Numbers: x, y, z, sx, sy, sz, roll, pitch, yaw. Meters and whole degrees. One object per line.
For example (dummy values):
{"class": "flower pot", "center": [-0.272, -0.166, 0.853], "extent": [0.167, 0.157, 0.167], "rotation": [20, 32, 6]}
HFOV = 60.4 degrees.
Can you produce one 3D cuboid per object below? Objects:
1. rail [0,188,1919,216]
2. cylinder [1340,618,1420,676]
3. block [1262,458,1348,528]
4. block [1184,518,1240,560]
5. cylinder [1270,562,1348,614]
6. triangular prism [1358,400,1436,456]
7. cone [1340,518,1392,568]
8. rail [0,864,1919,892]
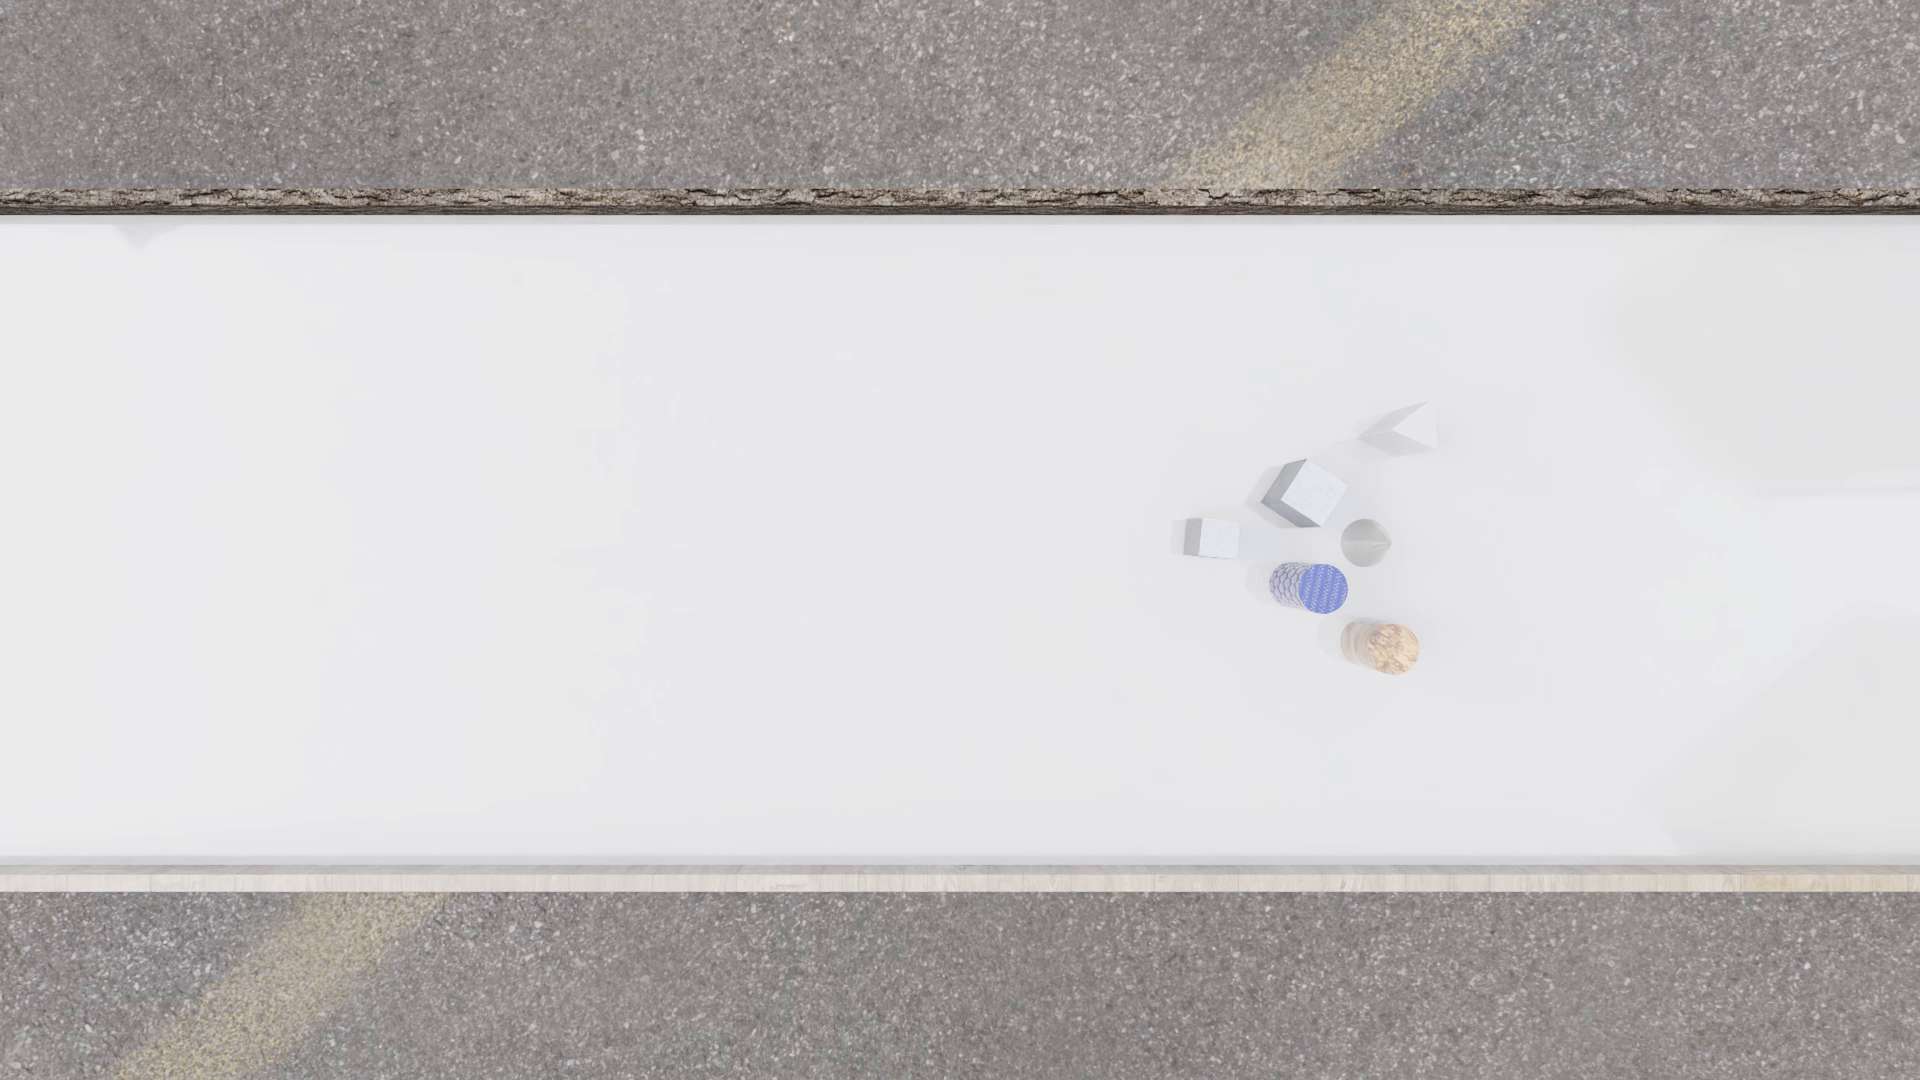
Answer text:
{"class": "rail", "center": [-2.247, -1.025, 5.002], "extent": [12.000, 0.150, 0.050], "rotation": [0, 90, 0]}
{"class": "cylinder", "center": [1.244, 0.314, 4.905], "extent": [0.148, 0.344, 0.148], "rotation": [0, 90, 0]}
{"class": "block", "center": [1.023, -0.136, 4.916], "extent": [0.142, 0.322, 0.142], "rotation": [33, 90, 0]}
{"class": "block", "center": [0.746, -0.004, 4.907], "extent": [0.110, 0.339, 0.110], "rotation": [6, 90, 0]}
{"class": "cylinder", "center": [1.022, 0.138, 4.860], "extent": [0.141, 0.432, 0.141], "rotation": [0, 90, 0]}
{"class": "triangular prism", "center": [1.309, -0.340, 4.869], "extent": [0.137, 0.416, 0.119], "rotation": [24, 90, 0]}
{"class": "cone", "center": [1.246, 0.009, 4.912], "extent": [0.149, 0.328, 0.149], "rotation": [0, 90, 0]}
{"class": "rail", "center": [-2.247, 1.025, 5.001], "extent": [12.000, 0.150, 0.050], "rotation": [0, 90, 0]}
